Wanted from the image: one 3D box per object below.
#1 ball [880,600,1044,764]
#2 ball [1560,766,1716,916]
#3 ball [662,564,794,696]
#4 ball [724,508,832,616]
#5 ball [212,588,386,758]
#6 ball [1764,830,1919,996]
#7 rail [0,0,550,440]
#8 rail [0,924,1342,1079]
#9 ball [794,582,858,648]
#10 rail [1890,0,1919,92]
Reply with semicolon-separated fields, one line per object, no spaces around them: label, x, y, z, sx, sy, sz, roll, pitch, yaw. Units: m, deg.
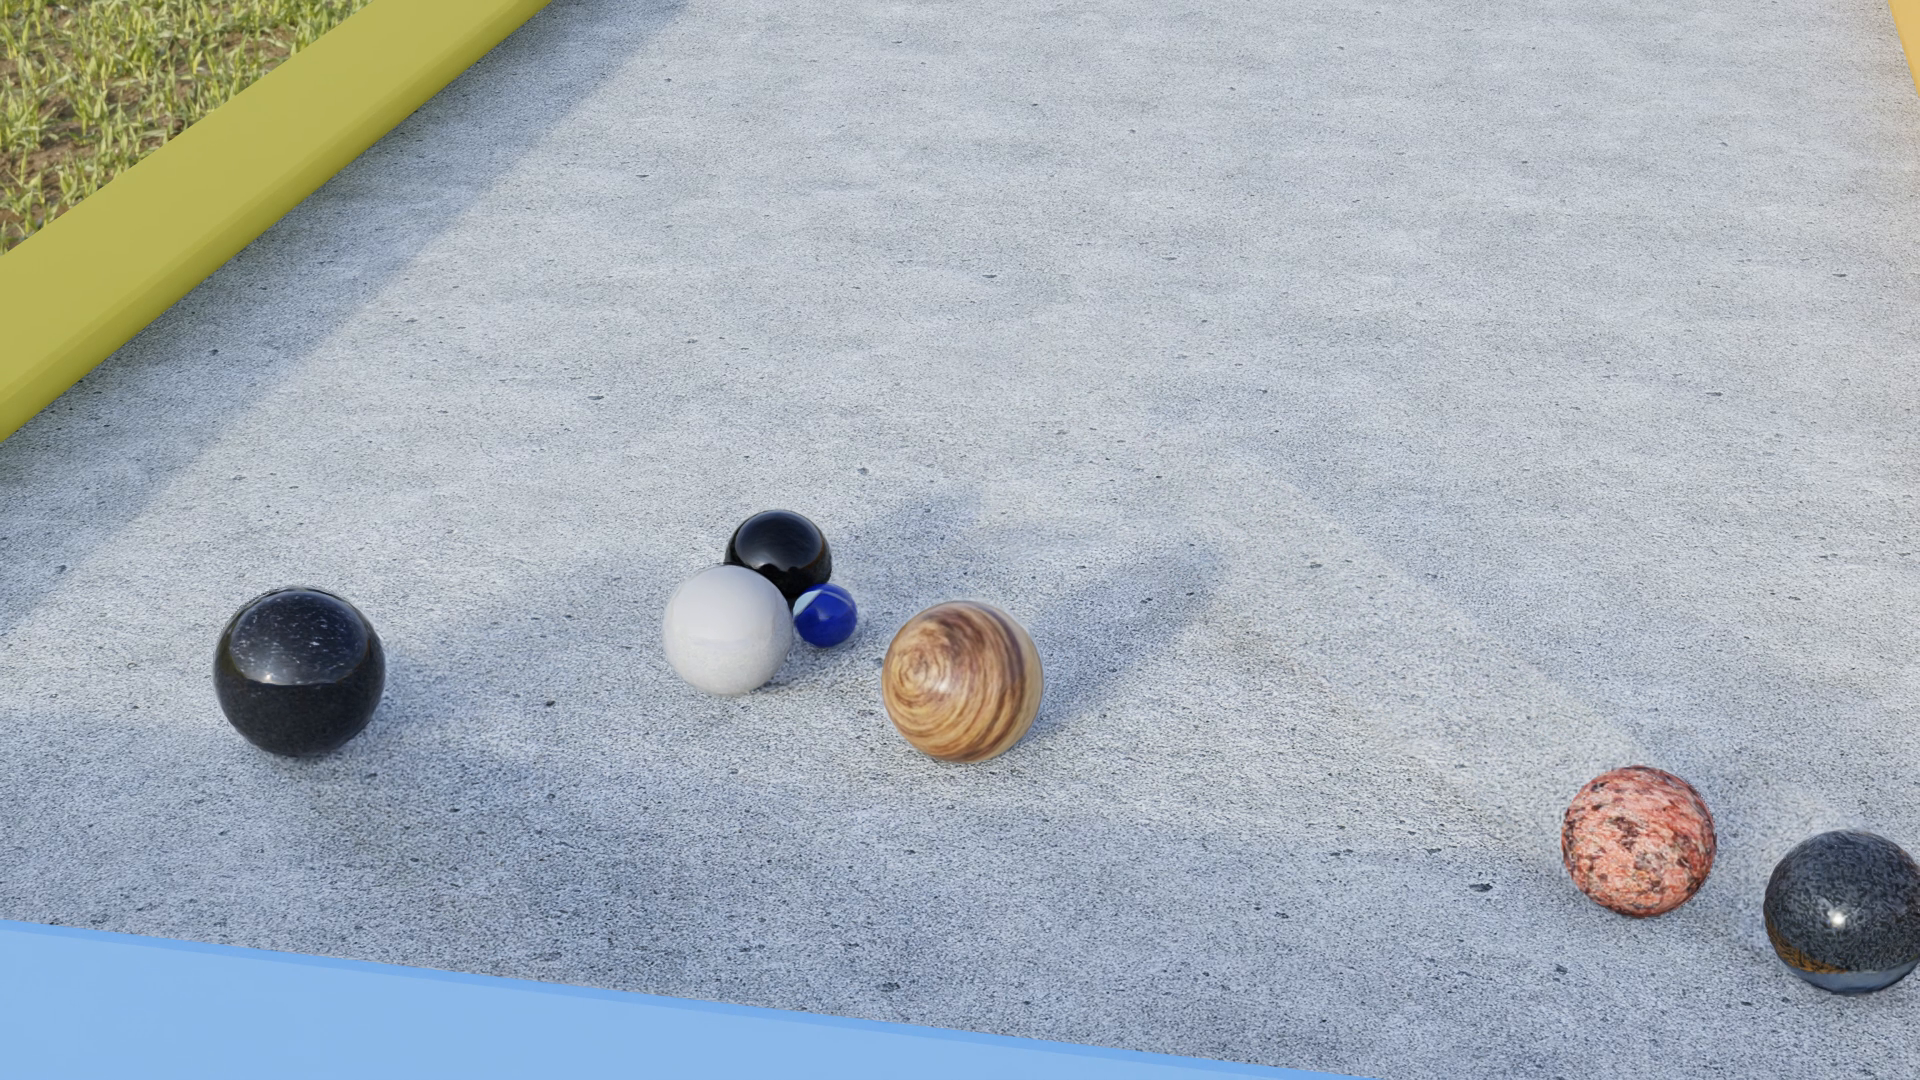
ball;0.002;0.082;1.700;0.094;0.094;0.094;0;25;0
ball;0.358;0.159;1.553;0.079;0.079;0.079;0;25;0
ball;-0.140;0.054;1.775;0.079;0.079;0.079;0;25;0
ball;-0.116;0.015;1.871;0.069;0.069;0.069;0;25;0
ball;-0.383;0.077;1.706;0.098;0.098;0.098;0;25;0
ball;0.450;0.188;1.488;0.083;0.083;0.083;0;25;0
rail;-0.563;-0.365;2.604;0.045;0.128;2.679;5;26;10
rail;-0.127;0.246;1.311;1.464;0.128;0.045;5;26;10
ball;-0.084;0.047;1.836;0.040;0.040;0.040;0;25;0
rail;0.826;-0.246;2.352;0.045;0.128;2.679;5;26;10
